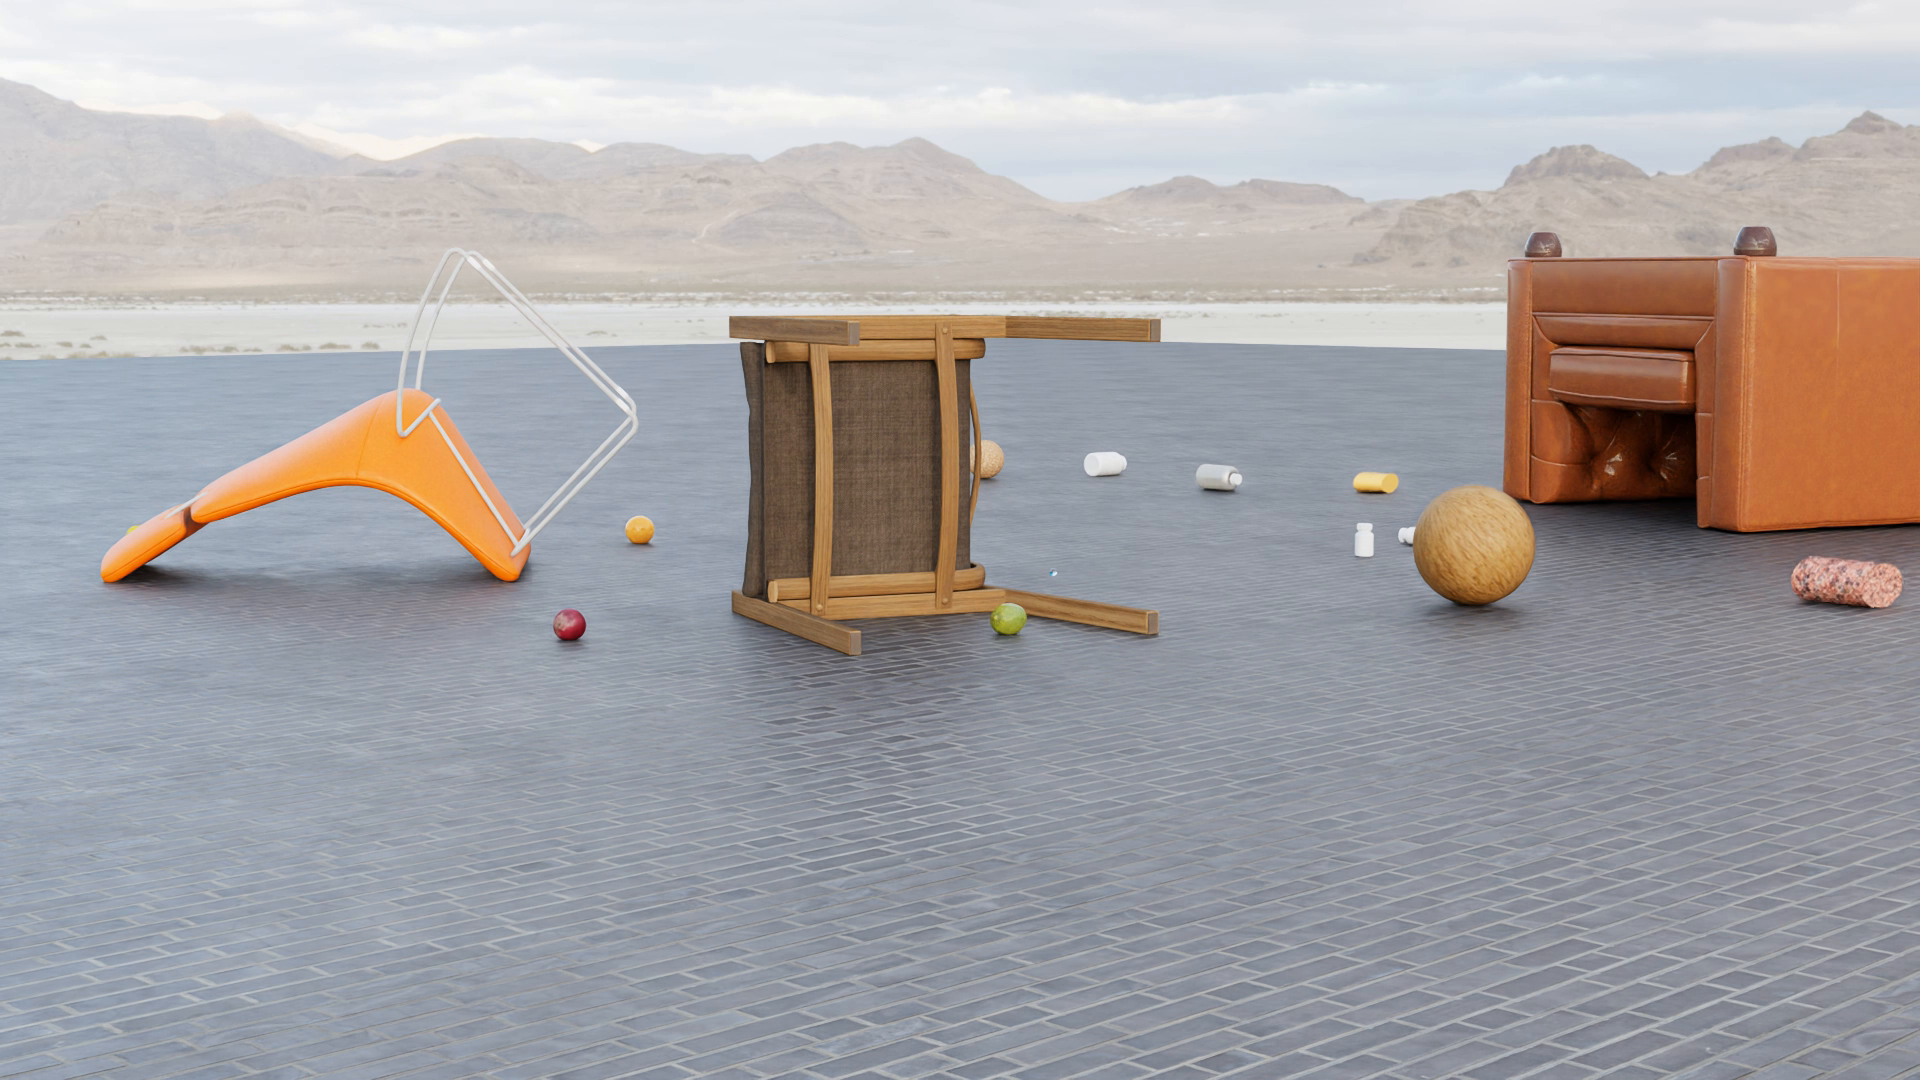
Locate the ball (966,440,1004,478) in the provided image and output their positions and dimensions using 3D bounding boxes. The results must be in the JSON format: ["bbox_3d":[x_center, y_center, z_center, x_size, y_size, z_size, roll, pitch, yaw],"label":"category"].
[{"bbox_3d":[0.082,-0.263,8.349,0.126,0.126,0.126,0,6,0],"label":"ball"}]

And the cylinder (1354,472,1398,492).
[{"bbox_3d":[1.270,-0.176,7.834,0.092,0.058,0.130,4,8,33],"label":"cylinder"}]

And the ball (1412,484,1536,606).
[{"bbox_3d":[1.028,0.010,5.133,0.242,0.242,0.242,0,6,0],"label":"ball"}]

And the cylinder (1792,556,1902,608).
[{"bbox_3d":[1.786,0.084,5.167,0.138,0.088,0.163,-6,8,-35],"label":"cylinder"}]
